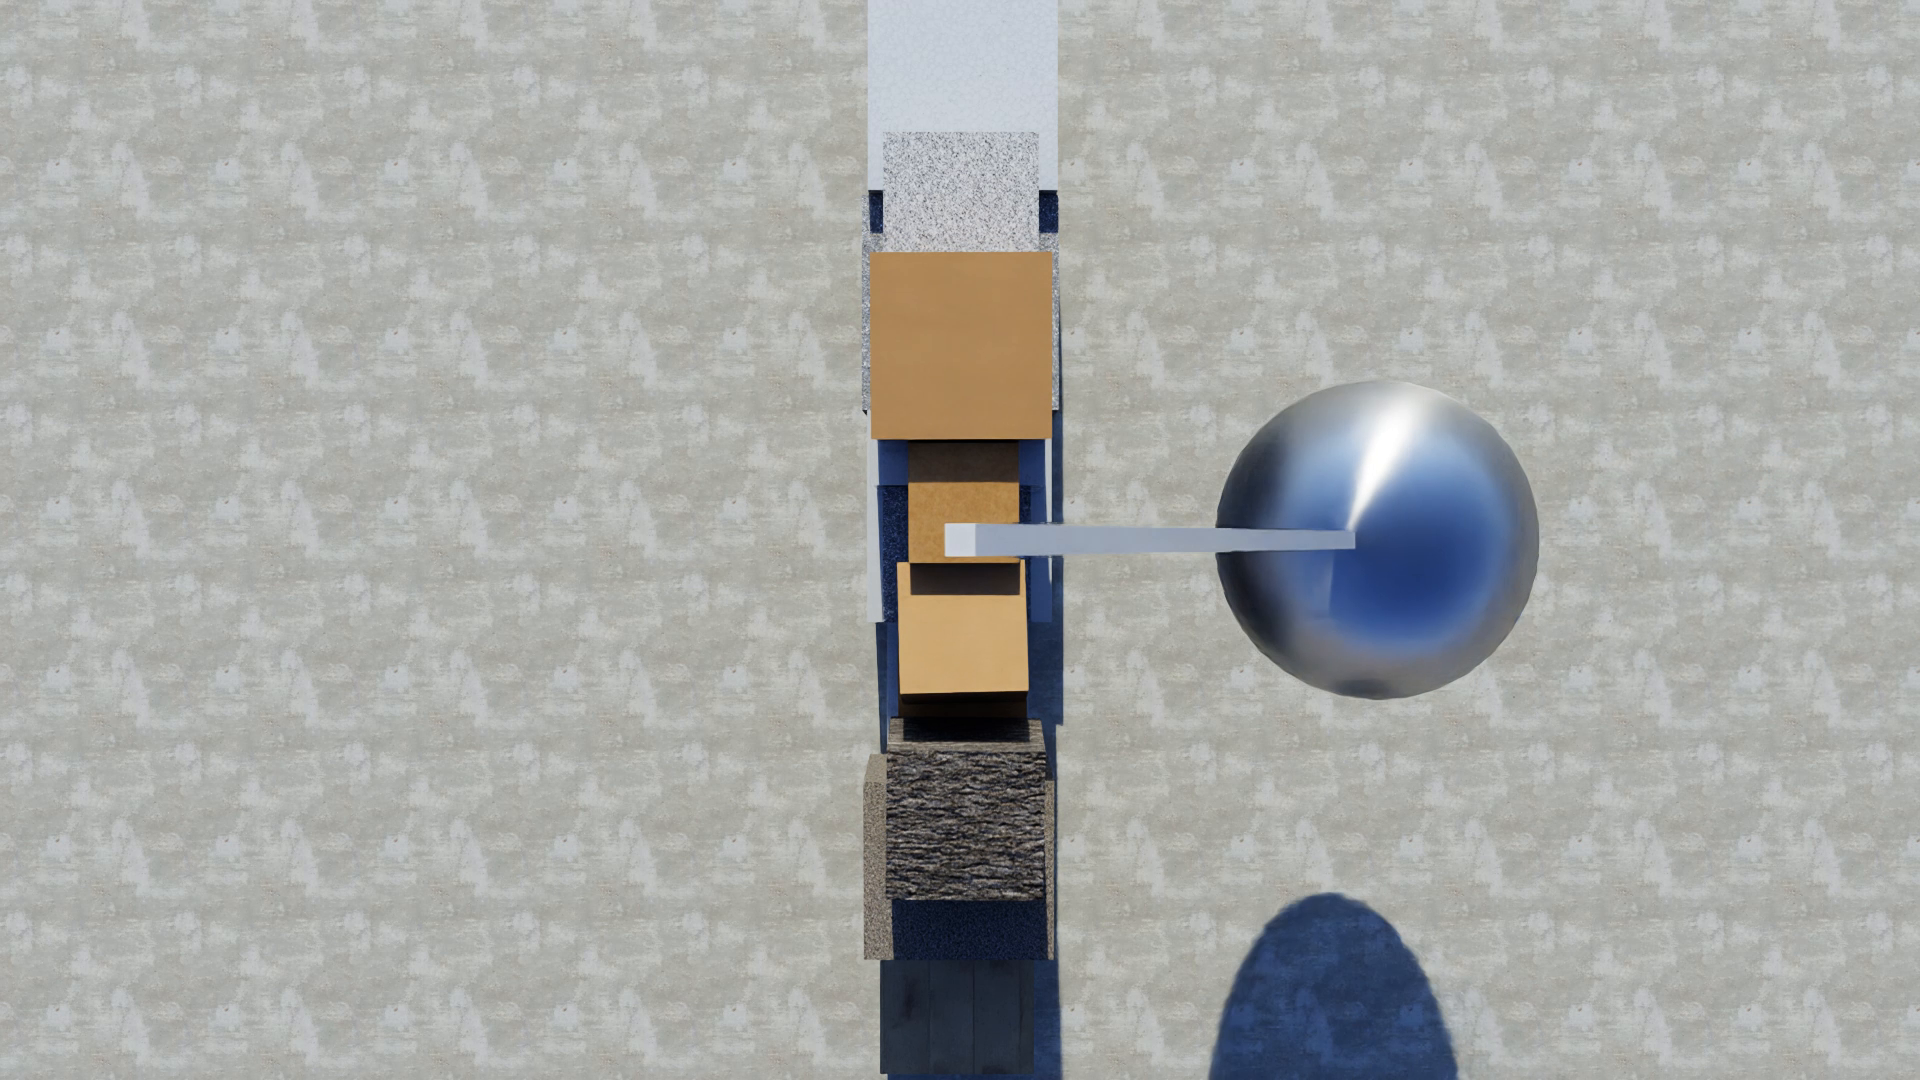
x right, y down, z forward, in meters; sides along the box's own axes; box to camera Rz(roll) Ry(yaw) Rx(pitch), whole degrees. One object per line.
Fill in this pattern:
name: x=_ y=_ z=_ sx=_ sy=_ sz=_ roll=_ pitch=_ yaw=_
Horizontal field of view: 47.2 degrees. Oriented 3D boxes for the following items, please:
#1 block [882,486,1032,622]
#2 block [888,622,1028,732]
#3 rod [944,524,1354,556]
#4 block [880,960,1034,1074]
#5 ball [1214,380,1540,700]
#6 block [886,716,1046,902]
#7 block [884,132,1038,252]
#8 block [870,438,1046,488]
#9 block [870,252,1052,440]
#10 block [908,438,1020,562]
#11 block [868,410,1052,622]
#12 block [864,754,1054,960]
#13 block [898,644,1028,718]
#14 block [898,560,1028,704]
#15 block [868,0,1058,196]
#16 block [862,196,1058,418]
block: x=-0.015 y=0.073 z=11.514 sx=0.750 sy=0.753 sz=0.687 roll=0 pitch=90 yaw=0
block: x=-0.012 y=0.861 z=12.542 sx=0.776 sy=0.916 sz=0.816 roll=0 pitch=90 yaw=0
rod: x=0.899 y=0.000 z=7.795 sx=0.080 sy=5.200 sz=0.080 roll=0 pitch=90 yaw=20
block: x=-0.017 y=2.519 z=12.546 sx=0.846 sy=0.909 sz=0.837 roll=0 pitch=90 yaw=0
ball: x=2.074 y=0.000 z=10.985 sx=1.600 sy=1.600 sz=1.600 roll=0 pitch=90 yaw=0
block: x=0.024 y=1.317 z=10.867 sx=0.758 sy=0.659 sz=0.741 roll=1 pitch=100 yaw=0
block: x=0.006 y=-1.612 z=11.475 sx=0.780 sy=0.903 sz=0.896 roll=0 pitch=92 yaw=0
block: x=-0.009 y=-0.713 z=11.495 sx=0.880 sy=0.792 sz=0.873 roll=0 pitch=90 yaw=0
block: x=0.006 y=-0.947 z=10.681 sx=0.852 sy=0.754 sz=0.873 roll=0 pitch=96 yaw=0
block: x=0.018 y=-0.215 z=10.785 sx=0.526 sy=0.637 sz=0.575 roll=0 pitch=97 yaw=0
block: x=-0.004 y=-0.129 z=12.445 sx=0.996 sy=1.109 sz=1.146 roll=0 pitch=90 yaw=0
block: x=-0.007 y=1.666 z=11.683 sx=0.976 sy=0.849 sz=0.924 roll=0 pitch=94 yaw=0
block: x=0.012 y=0.830 z=11.537 sx=0.651 sy=0.826 sz=0.698 roll=0 pitch=100 yaw=0
block: x=0.012 y=0.459 z=10.822 sx=0.615 sy=0.526 sz=0.636 roll=-1 pitch=80 yaw=0
block: x=0.015 y=-2.416 z=12.458 sx=1.030 sy=1.084 sz=1.036 roll=0 pitch=90 yaw=0
block: x=0.002 y=-1.300 z=12.517 sx=1.078 sy=0.967 sz=1.175 roll=0 pitch=90 yaw=0
